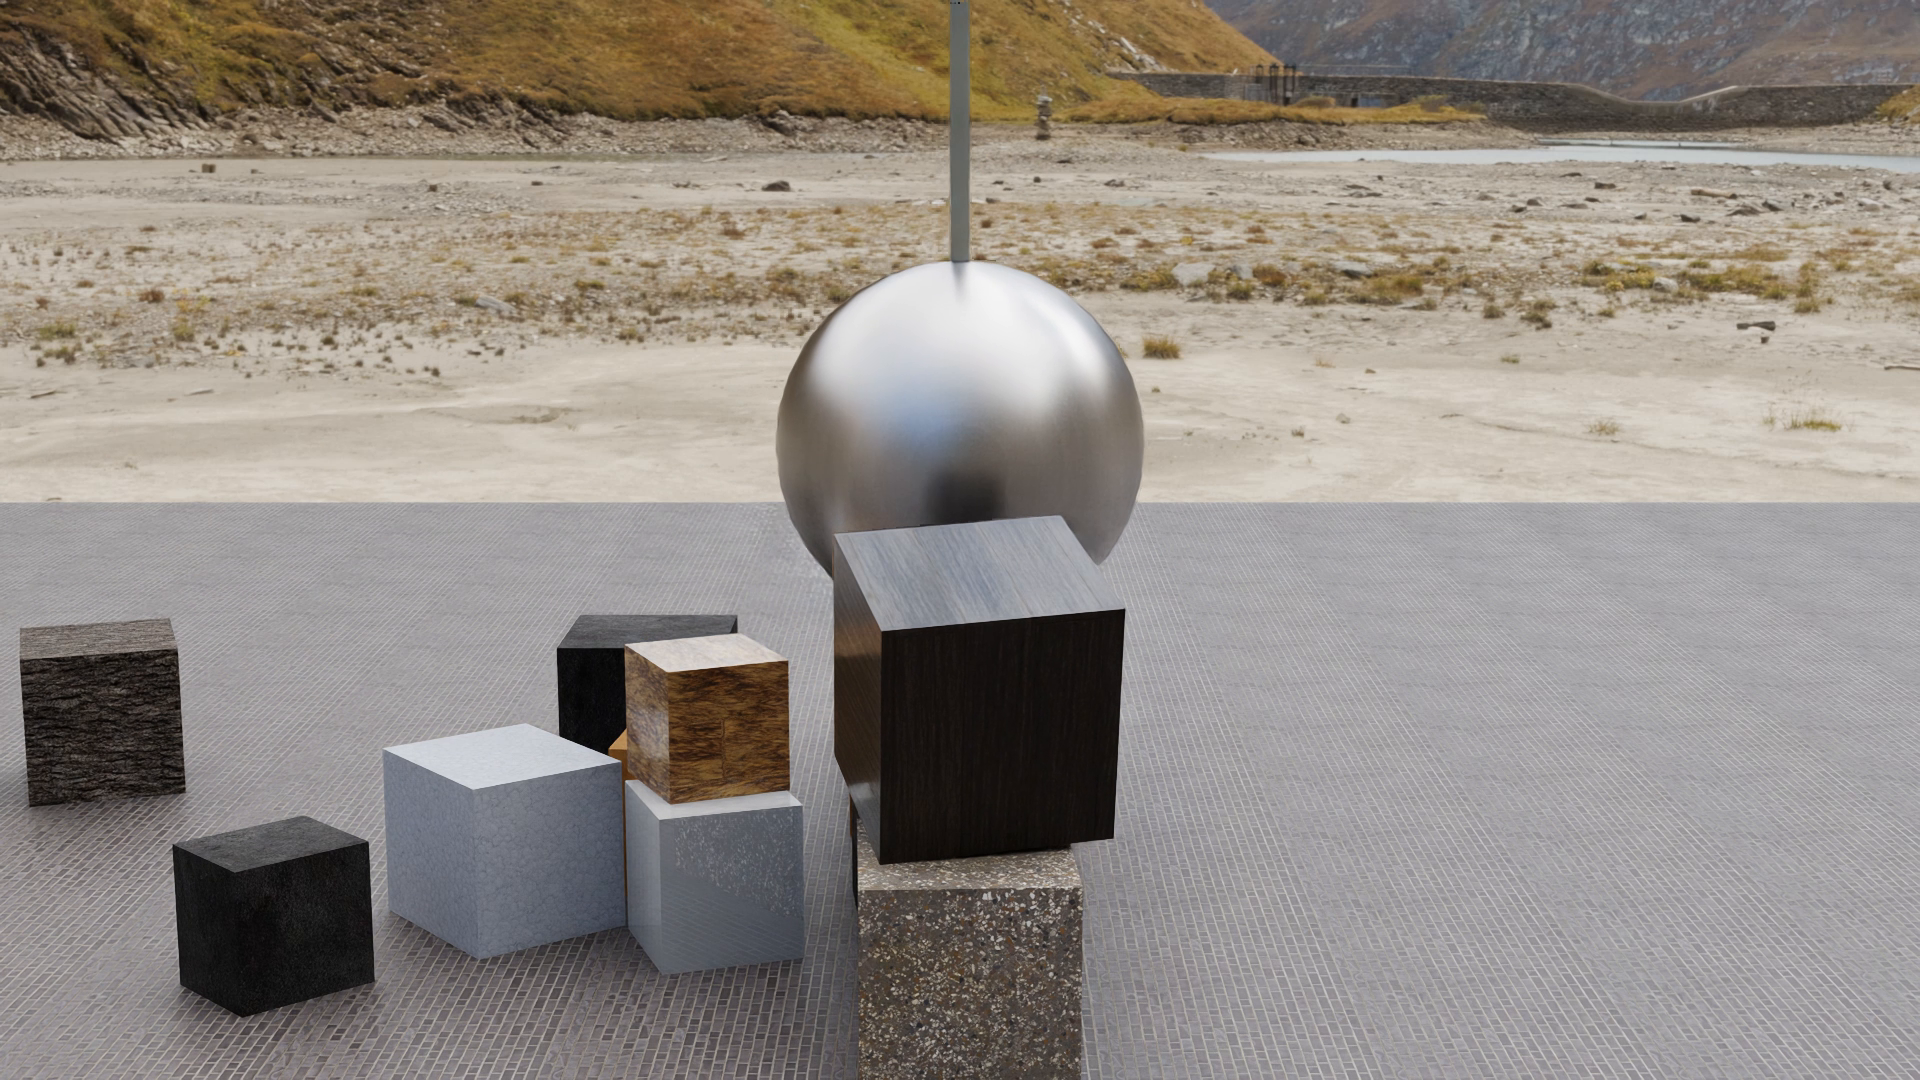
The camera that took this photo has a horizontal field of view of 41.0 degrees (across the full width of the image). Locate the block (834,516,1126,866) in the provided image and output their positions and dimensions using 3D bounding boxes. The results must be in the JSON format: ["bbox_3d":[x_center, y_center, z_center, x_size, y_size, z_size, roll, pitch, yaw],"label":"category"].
[{"bbox_3d":[0.047,0.534,9.442,0.874,0.934,0.826,-5,25,-13],"label":"block"}]

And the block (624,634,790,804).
[{"bbox_3d":[-1.039,0.723,10.514,0.510,0.541,0.556,-5,11,-25],"label":"block"}]

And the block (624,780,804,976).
[{"bbox_3d":[-1.002,1.336,10.438,0.585,0.637,0.596,-4,11,-20],"label":"block"}]

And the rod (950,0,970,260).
[{"bbox_3d":[0.000,-3.754,10.498,0.080,5.200,0.080,0,10,0],"label":"rod"}]

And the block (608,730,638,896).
[{"bbox_3d":[-1.161,1.164,11.329,0.628,0.657,0.659,1,10,5],"label":"block"}]

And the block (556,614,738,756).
[{"bbox_3d":[-1.511,0.851,12.565,0.789,0.829,0.759,0,10,0],"label":"block"}]

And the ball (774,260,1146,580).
[{"bbox_3d":[0.000,-0.409,11.106,1.600,1.600,1.600,0,10,0],"label":"ball"}]

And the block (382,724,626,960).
[{"bbox_3d":[-1.914,1.243,10.754,0.682,0.707,0.805,-8,13,-38],"label":"block"}]

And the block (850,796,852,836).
[{"bbox_3d":[0.005,0.878,12.377,1.039,0.845,0.997,0,10,0],"label":"block"}]

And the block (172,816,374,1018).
[{"bbox_3d":[-2.668,1.453,9.983,0.568,0.570,0.494,-10,14,-43],"label":"block"}]

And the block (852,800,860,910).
[{"bbox_3d":[-0.082,1.202,10.853,0.709,0.751,0.616,-1,10,-6],"label":"block"}]

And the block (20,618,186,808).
[{"bbox_3d":[-4.298,0.849,12.847,0.729,0.732,0.761,-4,11,-19],"label":"block"}]

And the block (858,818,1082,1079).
[{"bbox_3d":[0.018,1.485,9.396,0.781,0.715,0.869,0,10,-2],"label":"block"}]
